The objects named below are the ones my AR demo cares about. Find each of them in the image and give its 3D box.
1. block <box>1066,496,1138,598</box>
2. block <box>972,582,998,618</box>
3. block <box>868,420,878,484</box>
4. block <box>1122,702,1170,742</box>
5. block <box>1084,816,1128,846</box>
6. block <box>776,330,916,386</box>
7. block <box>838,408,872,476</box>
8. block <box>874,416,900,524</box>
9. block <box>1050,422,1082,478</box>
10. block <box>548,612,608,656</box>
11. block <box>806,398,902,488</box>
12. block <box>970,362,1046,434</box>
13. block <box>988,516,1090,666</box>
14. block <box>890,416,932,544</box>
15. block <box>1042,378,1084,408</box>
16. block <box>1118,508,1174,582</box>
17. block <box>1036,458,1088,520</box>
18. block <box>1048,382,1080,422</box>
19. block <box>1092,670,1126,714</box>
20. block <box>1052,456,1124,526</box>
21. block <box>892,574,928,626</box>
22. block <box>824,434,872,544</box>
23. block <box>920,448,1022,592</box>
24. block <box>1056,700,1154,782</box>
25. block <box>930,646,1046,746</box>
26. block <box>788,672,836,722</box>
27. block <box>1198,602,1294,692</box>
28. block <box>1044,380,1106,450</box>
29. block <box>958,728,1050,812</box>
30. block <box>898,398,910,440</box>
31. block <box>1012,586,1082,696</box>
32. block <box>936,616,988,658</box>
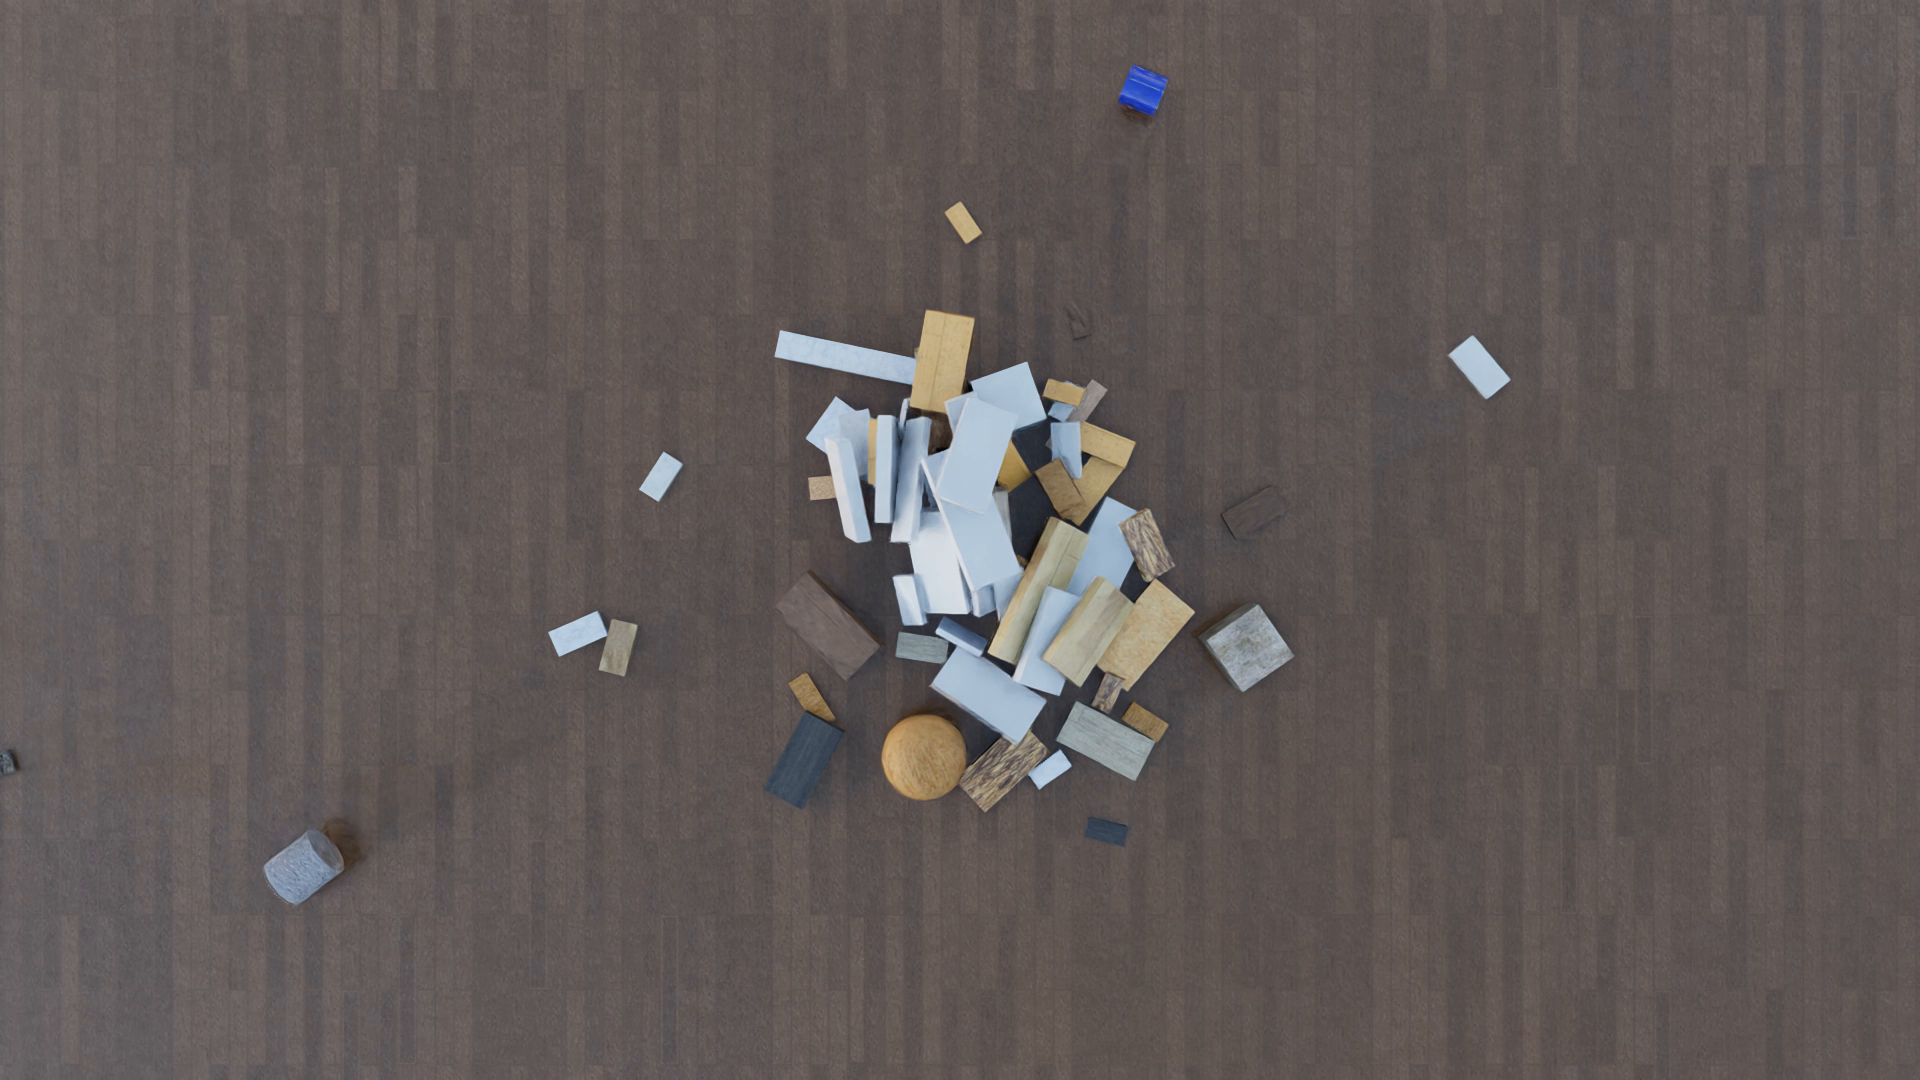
[{"bbox_3d":[0.447,0.129,5.476,0.173,0.049,0.525,26,90,0],"label":"block"},{"bbox_3d":[0.083,0.138,5.383,0.103,0.029,0.206,-24,119,-34],"label":"block"},{"bbox_3d":[-0.275,-0.285,5.368,0.030,0.104,0.209,1,90,5],"label":"block"},{"bbox_3d":[0.616,0.605,5.490,0.143,0.020,0.072,33,90,0],"label":"block"},{"bbox_3d":[0.488,0.970,5.491,0.134,0.019,0.067,14,90,0],"label":"block"},{"bbox_3d":[-0.371,-0.604,5.488,0.480,0.025,0.088,12,90,0],"label":"block"},{"bbox_3d":[-0.328,-0.319,5.437,0.104,0.030,0.209,-13,90,0],"label":"block"},{"bbox_3d":[-0.234,-0.227,5.363,0.049,0.171,0.343,1,90,7],"label":"block"},{"bbox_3d":[0.352,-0.297,5.450,0.093,0.026,0.185,1,101,24],"label":"block"},{"bbox_3d":[-1.268,0.312,5.488,0.175,0.025,0.088,-24,90,0],"label":"block"},{"bbox_3d":[-0.322,-0.304,5.476,0.343,0.049,0.171,36,90,0],"label":"block"},{"bbox_3d":[0.157,-0.451,5.403,0.193,0.193,0.193,-20,90,0],"label":"block"},{"bbox_3d":[0.260,0.176,5.394,0.165,0.047,0.489,26,88,-42],"label":"block"},{"bbox_3d":[-0.158,-0.193,5.335,0.029,0.103,0.406,14,78,-38],"label":"block"},{"bbox_3d":[0.344,-0.487,5.466,0.126,0.018,0.063,17,85,13],"label":"block"},{"bbox_3d":[0.616,0.017,5.441,0.109,0.031,0.219,-30,108,-12],"label":"block"},{"bbox_3d":[0.334,-0.169,5.445,0.093,0.026,0.185,-31,86,17],"label":"block"},{"bbox_3d":[0.351,-0.458,5.480,0.064,0.018,0.128,28,88,16],"label":"block"},{"bbox_3d":[0.491,0.505,5.460,0.067,0.019,0.134,25,114,7],"label":"block"},{"bbox_3d":[0.431,-0.180,5.485,0.109,0.031,0.259,38,90,0],"label":"block"},{"bbox_3d":[-0.165,0.198,5.449,0.084,0.024,0.168,-3,104,37],"label":"block"},{"bbox_3d":[-0.366,-0.168,5.379,0.047,0.167,0.335,-15,103,-16],"label":"block"},{"bbox_3d":[0.034,-0.077,5.263,0.167,0.047,0.448,-21,90,-15],"label":"block"},{"bbox_3d":[0.482,0.665,5.479,0.294,0.042,0.147,27,90,0],"label":"block"},{"bbox_3d":[0.094,0.506,5.441,0.346,0.049,0.173,35,69,2],"label":"block"},{"bbox_3d":[-0.492,0.535,5.490,0.072,0.020,0.183,-32,90,0],"label":"block"},{"bbox_3d":[0.933,0.348,5.399,0.203,0.203,0.203,-35,90,0],"label":"block"},{"bbox_3d":[0.386,-0.408,5.491,0.063,0.018,0.270,36,90,0],"label":"block"},{"bbox_3d":[0.142,0.749,5.479,0.294,0.042,0.147,-43,90,0],"label":"block"},{"bbox_3d":[-0.184,-0.398,5.435,0.018,0.064,0.128,4,52,7],"label":"block"},{"bbox_3d":[0.305,0.330,5.391,0.165,0.047,0.329,20,91,-28],"label":"block"},{"bbox_3d":[0.006,0.319,5.457,0.168,0.084,0.024,29,118,0],"label":"block"}]
